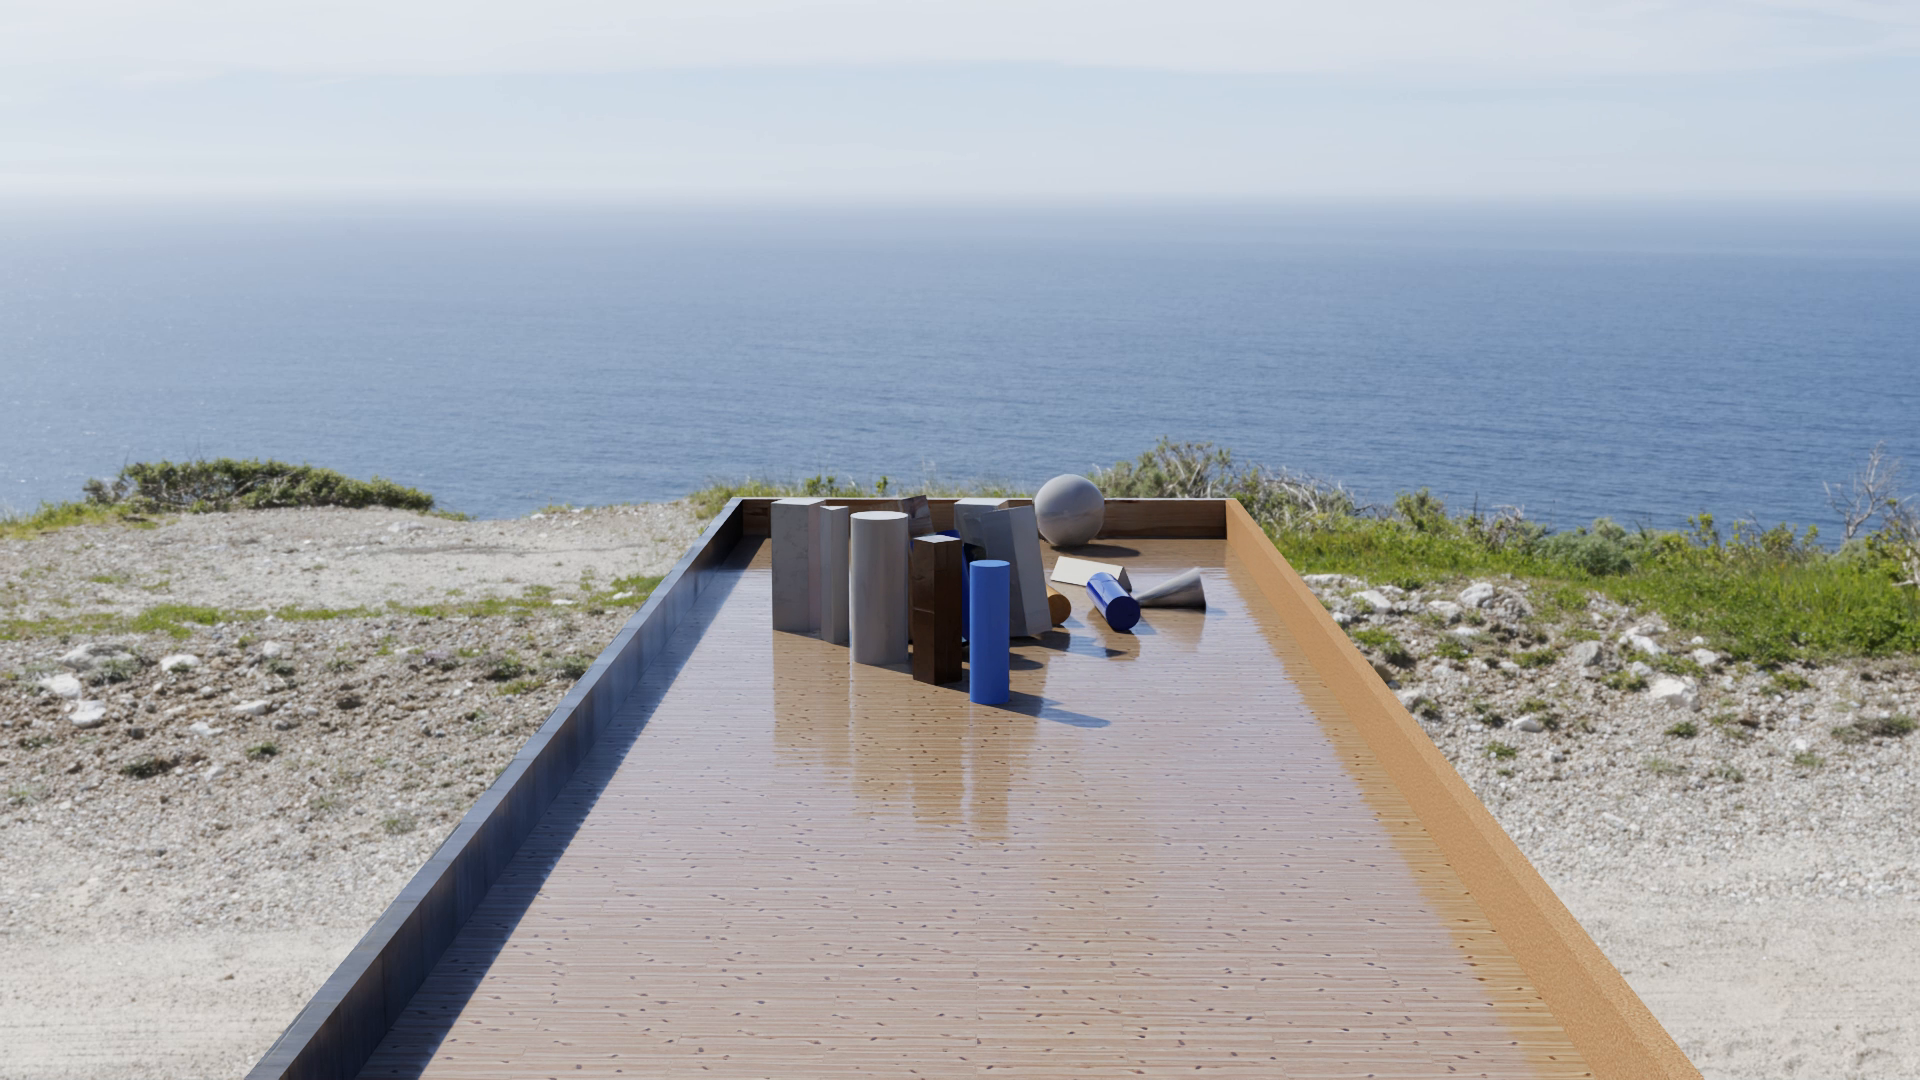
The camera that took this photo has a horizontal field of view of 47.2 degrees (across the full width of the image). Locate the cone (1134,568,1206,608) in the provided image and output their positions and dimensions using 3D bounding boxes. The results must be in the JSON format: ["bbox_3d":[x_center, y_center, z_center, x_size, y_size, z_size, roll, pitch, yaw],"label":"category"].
[{"bbox_3d":[0.679,0.197,7.549,0.305,0.141,0.141,-13,9,3],"label":"cone"}]

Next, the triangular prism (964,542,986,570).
[{"bbox_3d":[0.005,0.159,6.994,0.080,0.339,0.093,34,-40,-22],"label":"triangular prism"}]

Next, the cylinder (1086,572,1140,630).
[{"bbox_3d":[0.511,0.202,7.367,0.115,0.115,0.455,-1,9,-5],"label":"cylinder"}]

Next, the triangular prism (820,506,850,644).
[{"bbox_3d":[-0.409,0.108,6.961,0.078,0.428,0.090,6,11,32],"label":"triangular prism"}]

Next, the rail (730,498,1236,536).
[{"bbox_3d":[0.099,-0.098,9.147,2.100,0.150,0.050,0,9,1],"label":"rail"}]

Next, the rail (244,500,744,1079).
[{"bbox_3d":[-1.004,0.839,3.234,0.050,0.150,12.000,0,9,1],"label":"rail"}]

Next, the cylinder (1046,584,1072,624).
[{"bbox_3d":[0.286,0.204,7.395,0.101,0.101,0.311,-2,9,-12],"label":"cylinder"}]

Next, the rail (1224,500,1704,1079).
[{"bbox_3d":[1.046,0.843,3.208,0.050,0.150,12.000,0,9,1],"label":"rail"}]

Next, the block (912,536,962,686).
[{"bbox_3d":[-0.066,0.203,6.393,0.102,0.418,0.102,-7,11,-38],"label":"block"}]

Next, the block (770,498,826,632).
[{"bbox_3d":[-0.524,0.080,7.169,0.133,0.417,0.133,4,10,22],"label":"block"}]

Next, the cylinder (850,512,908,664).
[{"bbox_3d":[-0.244,0.144,6.682,0.174,0.443,0.174,0,9,0],"label":"cylinder"}]

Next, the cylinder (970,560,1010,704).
[{"bbox_3d":[0.083,0.257,6.145,0.111,0.389,0.111,0,9,0],"label":"cylinder"}]

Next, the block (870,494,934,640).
[{"bbox_3d":[-0.150,0.089,6.983,0.130,0.439,0.130,-12,1,34],"label":"block"}]

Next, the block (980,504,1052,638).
[{"bbox_3d":[0.180,0.101,7.029,0.123,0.404,0.123,-7,2,43],"label":"block"}]

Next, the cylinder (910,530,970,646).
[{"bbox_3d":[-0.038,0.157,6.804,0.158,0.347,0.158,-13,-8,-2],"label":"cylinder"}]

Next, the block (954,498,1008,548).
[{"bbox_3d":[0.069,0.077,7.215,0.146,0.410,0.146,2,9,14],"label":"block"}]

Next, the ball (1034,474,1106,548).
[{"bbox_3d":[0.438,-0.118,8.816,0.293,0.293,0.293,0,9,0],"label":"ball"}]
